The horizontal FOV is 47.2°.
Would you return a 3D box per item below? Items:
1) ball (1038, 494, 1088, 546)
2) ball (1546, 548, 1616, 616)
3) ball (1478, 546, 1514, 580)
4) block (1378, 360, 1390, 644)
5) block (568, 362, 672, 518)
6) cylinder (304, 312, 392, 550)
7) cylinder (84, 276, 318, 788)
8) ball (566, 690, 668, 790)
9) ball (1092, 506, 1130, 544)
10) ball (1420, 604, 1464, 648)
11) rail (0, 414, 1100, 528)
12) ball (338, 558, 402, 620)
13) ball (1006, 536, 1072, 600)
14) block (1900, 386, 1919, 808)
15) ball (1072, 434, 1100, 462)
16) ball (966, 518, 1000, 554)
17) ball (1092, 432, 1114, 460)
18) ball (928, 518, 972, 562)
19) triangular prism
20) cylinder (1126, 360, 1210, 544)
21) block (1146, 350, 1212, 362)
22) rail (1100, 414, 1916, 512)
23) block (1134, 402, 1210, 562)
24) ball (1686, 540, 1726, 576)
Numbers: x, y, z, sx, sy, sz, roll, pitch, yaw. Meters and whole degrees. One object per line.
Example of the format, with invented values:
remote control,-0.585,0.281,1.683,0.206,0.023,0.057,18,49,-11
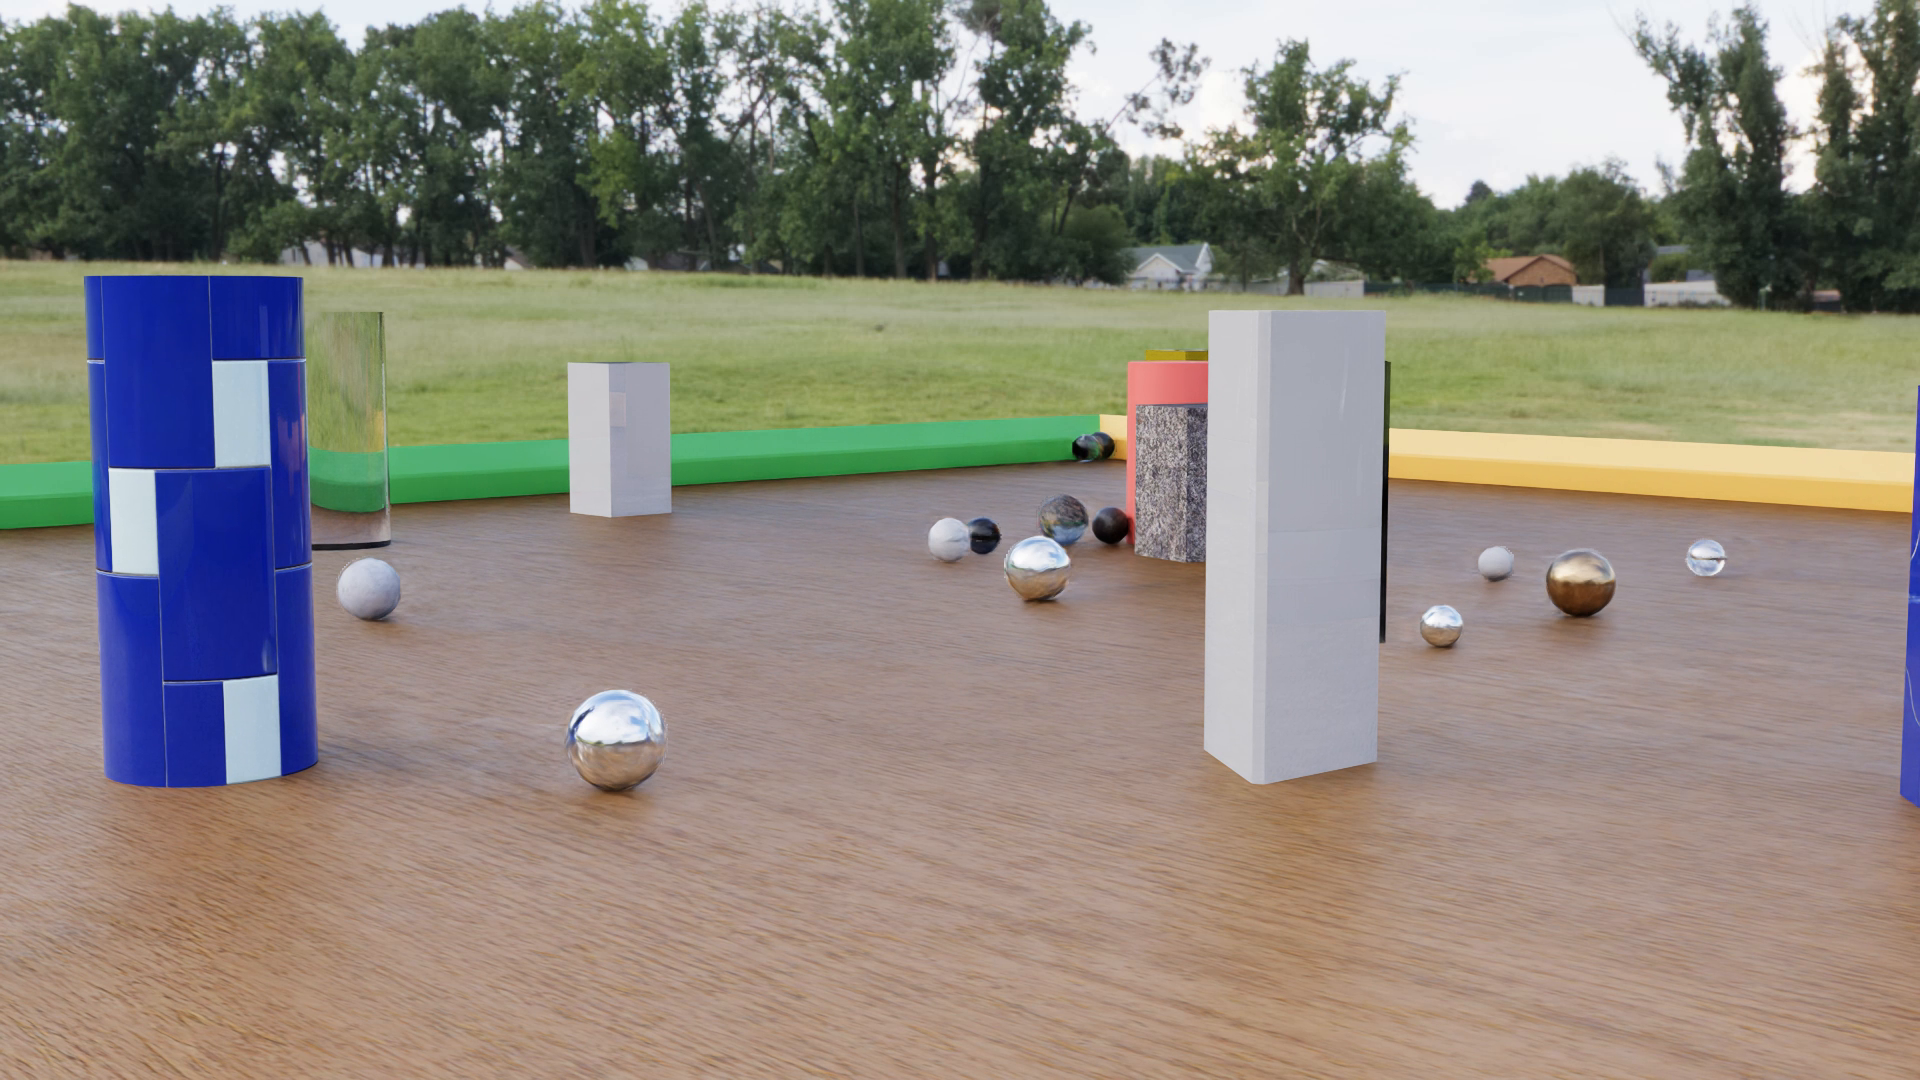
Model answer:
ball,0.197,-0.038,4.188,0.097,0.097,0.097,0,6,0
ball,0.907,0.063,3.214,0.099,0.099,0.099,0,6,0
ball,0.887,0.039,3.640,0.057,0.057,0.057,0,6,0
block,0.501,-0.058,3.025,0.160,0.377,0.160,1,6,6
block,-0.752,-0.226,4.859,0.160,0.331,0.160,-6,8,-43
cylinder,-1.189,-0.211,4.175,0.200,0.443,0.200,0,6,0
cylinder,-0.734,-0.015,2.137,0.200,0.477,0.200,0,6,0
ball,-0.320,0.186,2.049,0.094,0.094,0.094,0,6,0
ball,0.290,-0.028,4.223,0.071,0.071,0.071,0,6,0
ball,0.640,0.114,2.919,0.057,0.057,0.057,0,6,0
rail,-1.473,-0.132,4.919,5.206,0.130,0.045,-5,8,-42
ball,-0.853,0.071,3.177,0.089,0.089,0.089,0,6,0
ball,0.121,0.044,3.388,0.100,0.100,0.100,0,6,0
block,0.939,0.056,1.926,0.160,0.378,0.160,1,6,7
ball,0.373,-0.272,6.504,0.083,0.083,0.083,0,6,0
ball,0.041,-0.008,4.045,0.067,0.067,0.067,0,6,0
ball,0.419,-0.281,6.575,0.087,0.087,0.087,0,6,0
ball,-0.019,0.000,3.914,0.078,0.078,0.078,0,6,0
triangular prism,0.300,-0.002,2.166,0.173,0.445,0.150,-5,8,-40
cylinder,0.421,-0.169,4.237,0.200,0.347,0.200,0,6,0
block,0.498,-0.217,4.620,0.160,0.363,0.160,-3,7,-26
rail,1.896,-0.147,5.071,0.045,0.130,4.391,-5,8,-42
block,0.430,-0.107,3.997,0.160,0.275,0.160,-3,7,-30
ball,1.255,0.030,3.700,0.063,0.063,0.063,0,6,0
